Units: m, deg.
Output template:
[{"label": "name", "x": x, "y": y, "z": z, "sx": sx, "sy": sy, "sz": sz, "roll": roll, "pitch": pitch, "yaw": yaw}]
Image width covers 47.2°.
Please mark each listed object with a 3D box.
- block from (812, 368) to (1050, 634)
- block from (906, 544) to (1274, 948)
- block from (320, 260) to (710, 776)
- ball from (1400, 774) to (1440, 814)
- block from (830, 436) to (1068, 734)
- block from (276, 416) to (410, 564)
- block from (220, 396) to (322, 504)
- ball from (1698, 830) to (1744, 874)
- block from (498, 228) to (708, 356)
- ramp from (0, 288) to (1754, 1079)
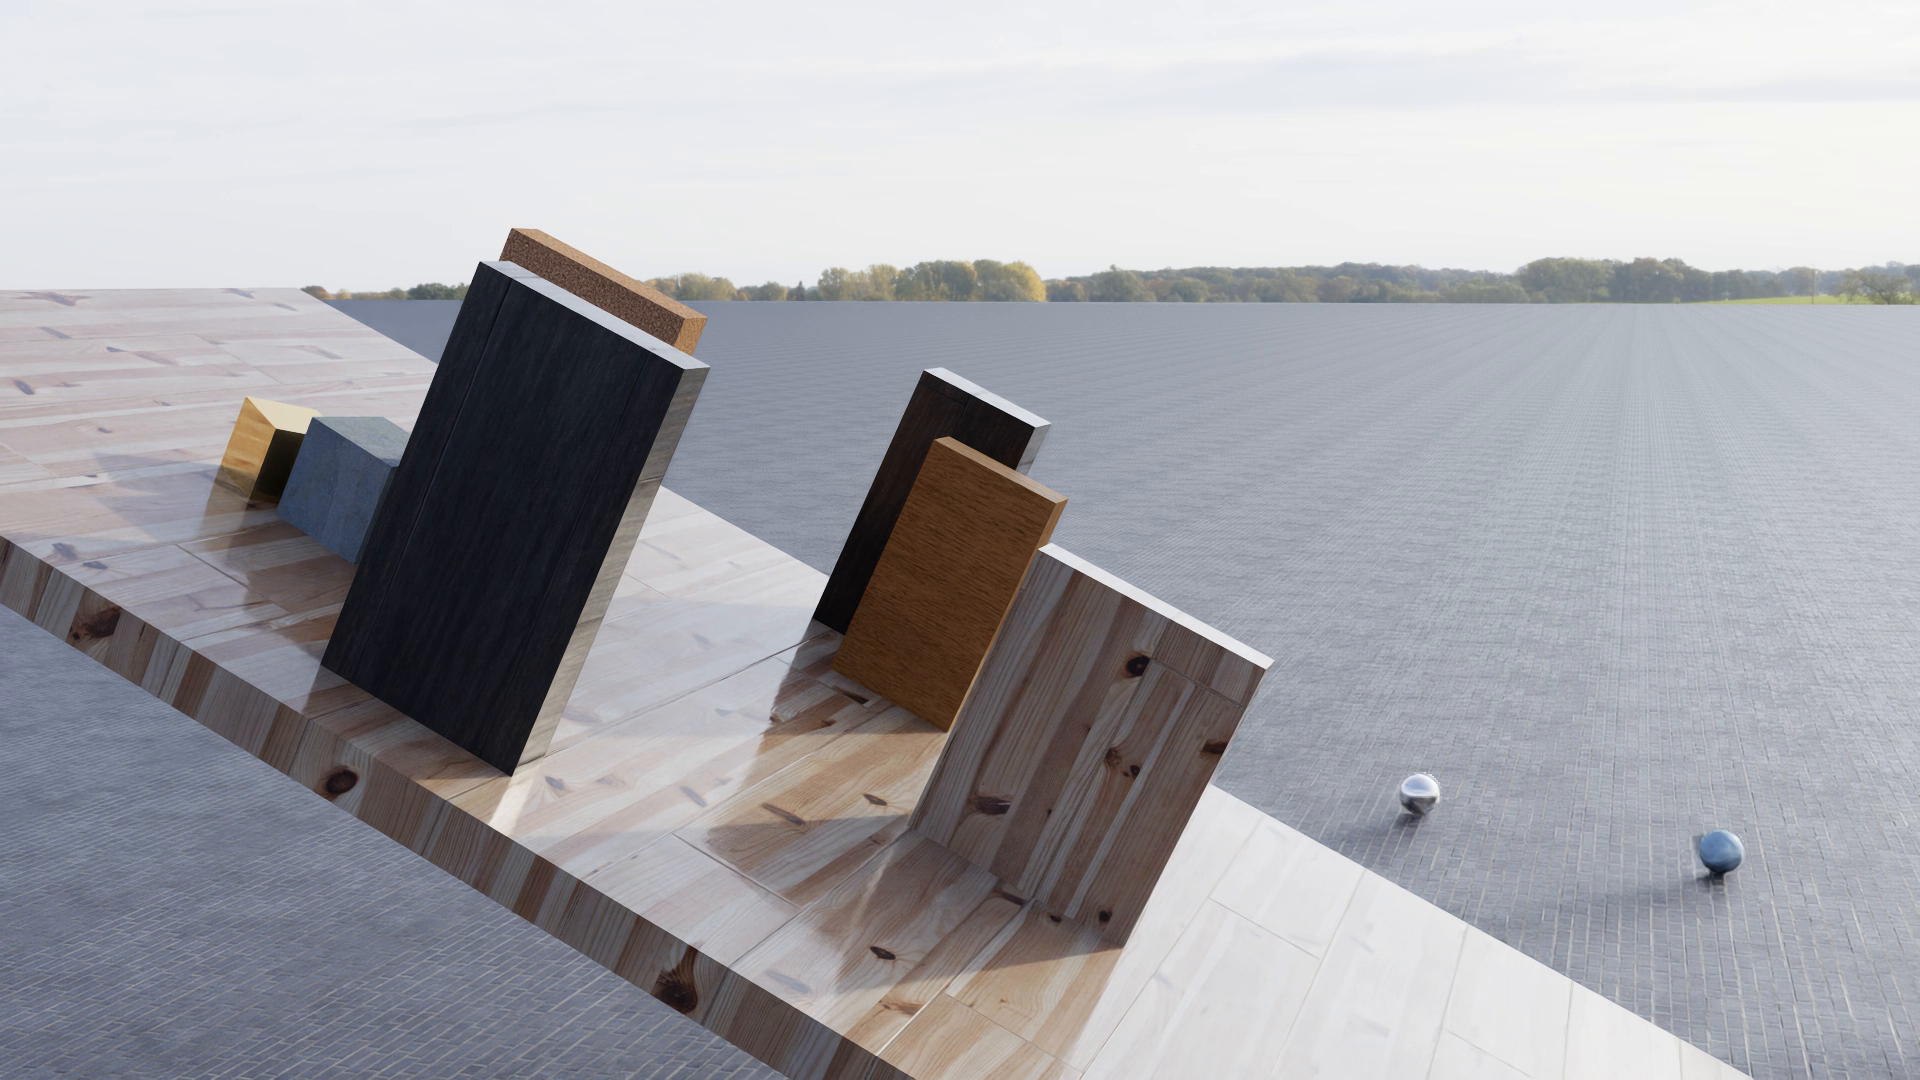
[{"label": "block", "x": -0.064, "y": -0.041, "z": 4.808, "sx": 0.275, "sy": 0.607, "sz": 0.132, "roll": 28, "pitch": 14, "yaw": 12}, {"label": "block", "x": 0.225, "y": 0.361, "z": 3.887, "sx": 0.444, "sy": 0.565, "sz": 0.093, "roll": 28, "pitch": 14, "yaw": 12}, {"label": "block", "x": -0.702, "y": -0.033, "z": 3.437, "sx": 0.374, "sy": 0.708, "sz": 0.097, "roll": 28, "pitch": 14, "yaw": 12}, {"label": "ball", "x": 1.578, "y": 0.874, "z": 7.549, "sx": 0.139, "sy": 0.139, "sz": 0.139, "roll": 0, "pitch": 7, "yaw": 0}, {"label": "block", "x": -0.025, "y": 0.091, "z": 4.535, "sx": 0.284, "sy": 0.533, "sz": 0.101, "roll": 28, "pitch": 14, "yaw": 12}, {"label": "block", "x": -1.095, "y": -0.095, "z": 4.071, "sx": 0.199, "sy": 0.199, "sz": 0.199, "roll": 30, "pitch": 14, "yaw": 20}, {"label": "block", "x": -1.271, "y": -0.162, "z": 4.130, "sx": 0.146, "sy": 0.146, "sz": 0.146, "roll": 11, "pitch": 19, "yaw": -45}, {"label": "ball", "x": 2.359, "y": 0.965, "z": 6.814, "sx": 0.133, "sy": 0.133, "sz": 0.133, "roll": 0, "pitch": 7, "yaw": 0}, {"label": "block", "x": -0.753, "y": -0.172, "z": 3.941, "sx": 0.365, "sy": 0.675, "sz": 0.097, "roll": 28, "pitch": 14, "yaw": 12}, {"label": "ramp", "x": -0.258, "y": 0.439, "z": 4.167, "sx": 4.000, "sy": 0.100, "sz": 2.000, "roll": 28, "pitch": 14, "yaw": 12}]
